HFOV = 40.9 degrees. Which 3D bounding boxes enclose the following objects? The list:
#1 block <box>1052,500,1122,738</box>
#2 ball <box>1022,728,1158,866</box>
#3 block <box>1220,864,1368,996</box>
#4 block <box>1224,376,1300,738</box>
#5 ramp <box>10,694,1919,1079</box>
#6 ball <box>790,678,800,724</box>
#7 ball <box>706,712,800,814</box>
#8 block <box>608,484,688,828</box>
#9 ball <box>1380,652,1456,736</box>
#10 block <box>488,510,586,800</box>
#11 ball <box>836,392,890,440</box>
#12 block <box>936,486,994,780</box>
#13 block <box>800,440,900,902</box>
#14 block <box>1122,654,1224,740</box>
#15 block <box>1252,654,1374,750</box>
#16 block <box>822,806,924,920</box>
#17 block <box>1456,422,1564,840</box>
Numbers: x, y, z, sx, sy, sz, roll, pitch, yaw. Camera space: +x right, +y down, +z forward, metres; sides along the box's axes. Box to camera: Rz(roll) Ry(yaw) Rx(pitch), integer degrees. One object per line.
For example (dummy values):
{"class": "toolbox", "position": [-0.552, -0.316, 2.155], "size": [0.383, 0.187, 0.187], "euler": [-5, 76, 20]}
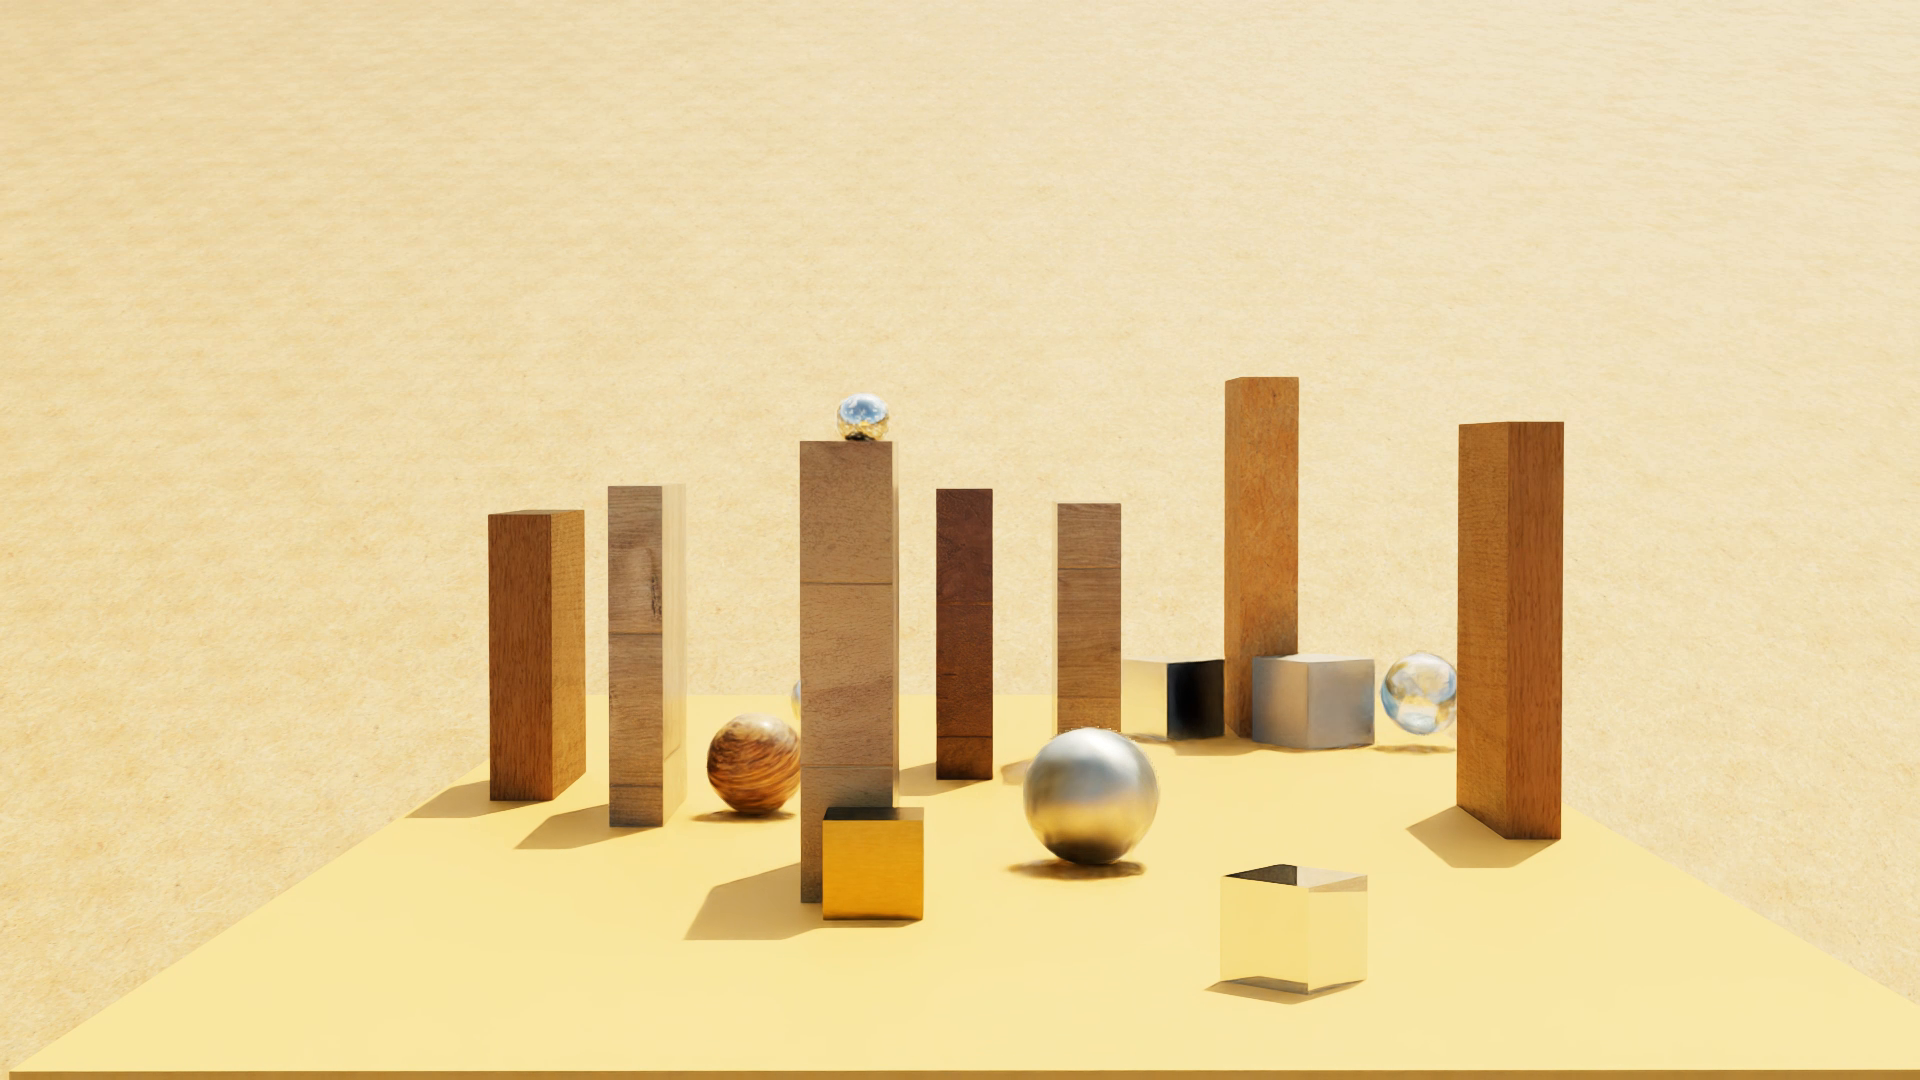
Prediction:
{"class": "block", "position": [0.249, 0.182, 5.118], "size": [0.124, 0.516, 0.285], "euler": [0, 2, 0]}
{"class": "ball", "position": [0.194, 0.381, 3.832], "size": [0.203, 0.203, 0.203], "euler": [0, 25, 0]}
{"class": "block", "position": [0.387, 0.449, 2.986], "size": [0.122, 0.122, 0.122], "euler": [2, 3, 42]}
{"class": "block", "position": [0.663, 0.033, 5.692], "size": [0.125, 0.776, 0.327], "euler": [0, 2, 0]}
{"class": "ramp", "position": [0.056, 0.509, 4.552], "size": [2.000, 0.100, 4.000], "euler": [0, 2, 0]}
{"class": "ball", "position": [-0.294, 0.350, 5.605], "size": [0.149, 0.149, 0.149], "euler": [0, 25, 0]}
{"class": "ball", "position": [-0.346, 0.379, 4.377], "size": [0.171, 0.171, 0.171], "euler": [0, 25, 0]}
{"class": "block", "position": [-0.531, 0.185, 4.398], "size": [0.089, 0.559, 0.371], "euler": [0, 2, 0]}
{"class": "ball", "position": [0.964, 0.321, 5.371], "size": [0.173, 0.173, 0.173], "euler": [0, 25, 0]}
{"class": "block", "position": [-0.774, 0.201, 4.739], "size": [0.111, 0.505, 0.409], "euler": [0, 2, 0]}
{"class": "ball", "position": [-0.310, -0.386, 8.263], "size": [0.176, 0.176, 0.176], "euler": [0, 25, 0]}
{"class": "block", "position": [0.008, 0.172, 4.973], "size": [0.107, 0.547, 0.294], "euler": [0, 2, 0]}
{"class": "block", "position": [-0.154, 0.173, 3.694], "size": [0.126, 0.628, 0.400], "euler": [0, 2, 0]}
{"class": "block", "position": [0.459, 0.341, 5.614], "size": [0.165, 0.165, 0.165], "euler": [-1, 2, -36]}
{"class": "block", "position": [0.746, 0.339, 5.443], "size": [0.181, 0.181, 0.181], "euler": [-1, 2, -32]}
{"class": "block", "position": [-0.114, 0.430, 3.437], "size": [0.131, 0.131, 0.131], "euler": [0, 2, 0]}
{"class": "block", "position": [0.908, 0.137, 4.271], "size": [0.088, 0.661, 0.403], "euler": [0, 2, 0]}
